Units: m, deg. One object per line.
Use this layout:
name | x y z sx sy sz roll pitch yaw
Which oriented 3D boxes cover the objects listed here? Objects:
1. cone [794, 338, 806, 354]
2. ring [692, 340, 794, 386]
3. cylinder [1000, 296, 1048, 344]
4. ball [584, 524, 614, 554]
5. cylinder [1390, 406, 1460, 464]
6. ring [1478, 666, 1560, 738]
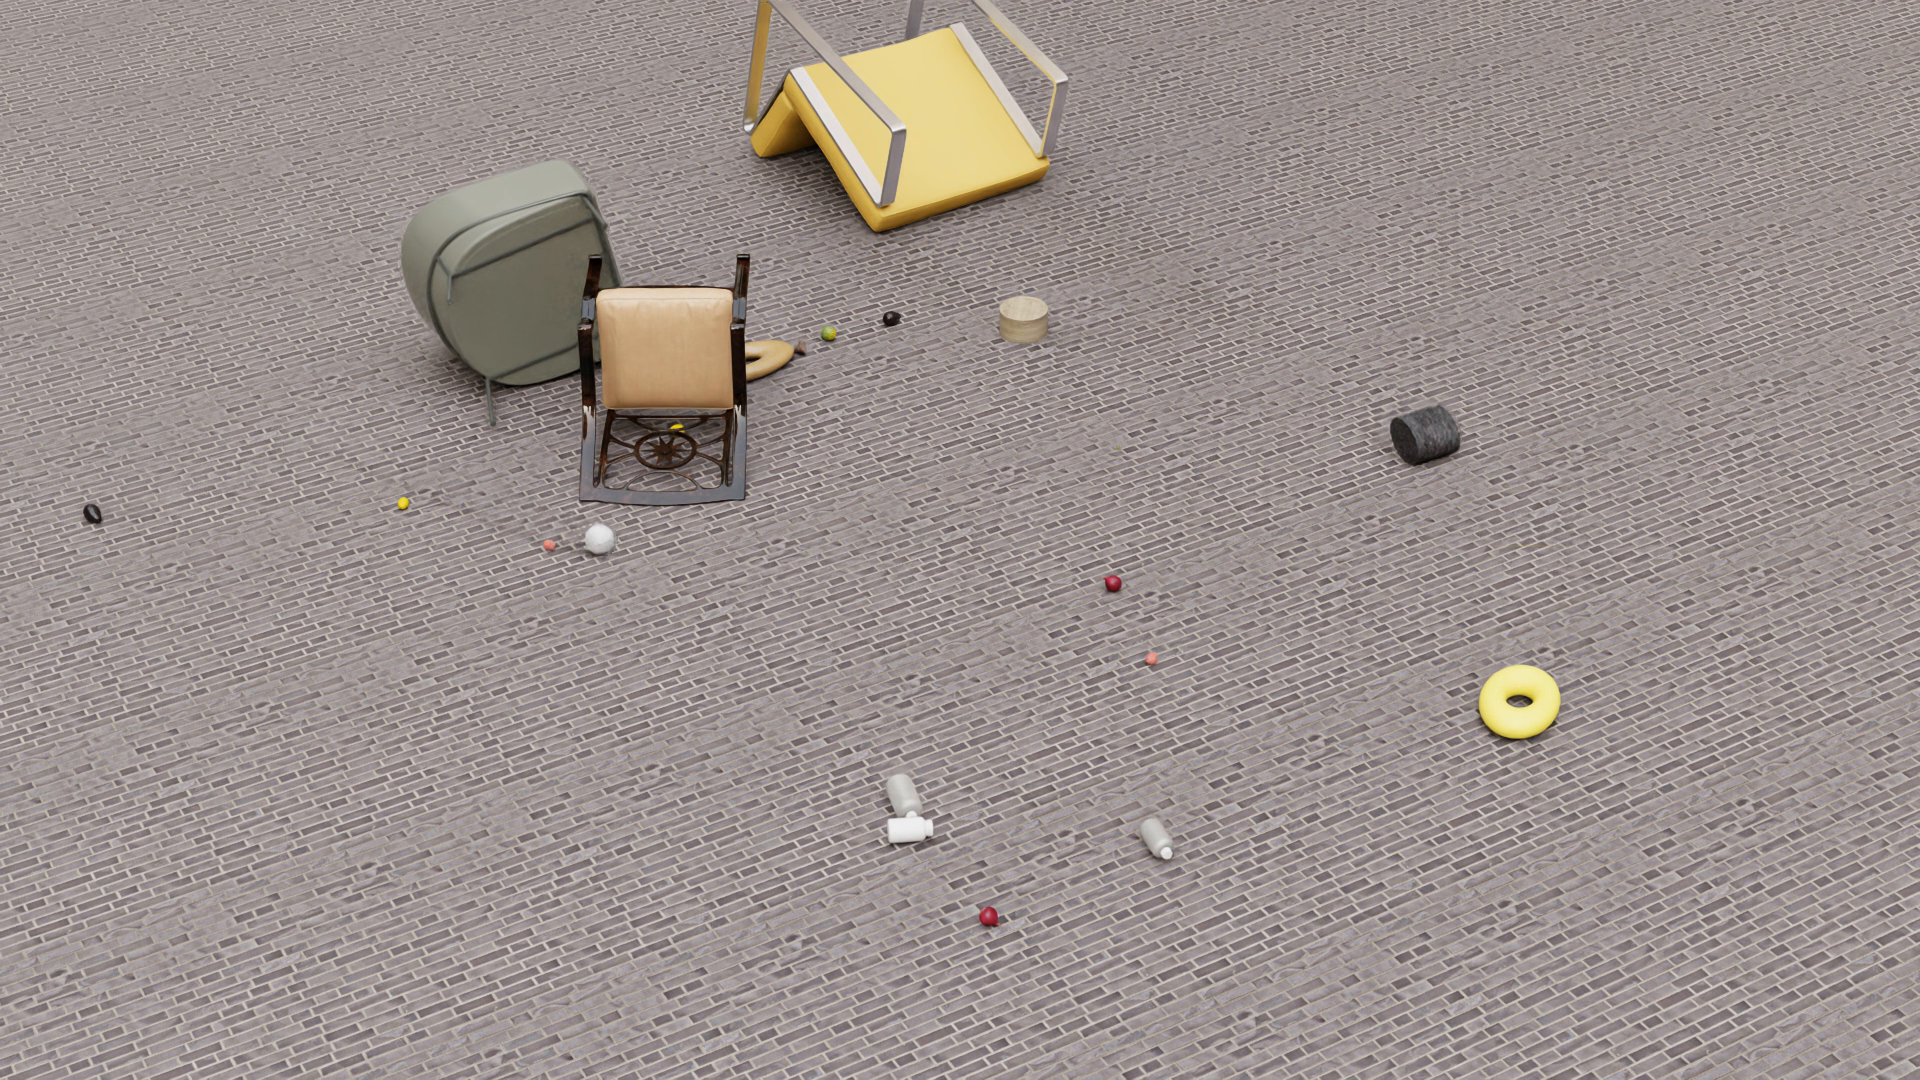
cone | -0.674 -0.791 12.121 0.056 0.058 0.087 -24 31 13
ring | -0.885 -0.724 11.987 0.473 0.064 0.237 -21 40 -29
cylinder | 0.266 -0.919 12.239 0.201 0.109 0.210 7 34 11
ball | -1.333 -0.002 10.846 0.112 0.112 0.112 0 33 0
cylinder | 1.811 -0.408 11.414 0.198 0.155 0.201 -16 64 -23
ring | 1.913 0.552 10.024 0.271 0.092 0.379 10 35 17
